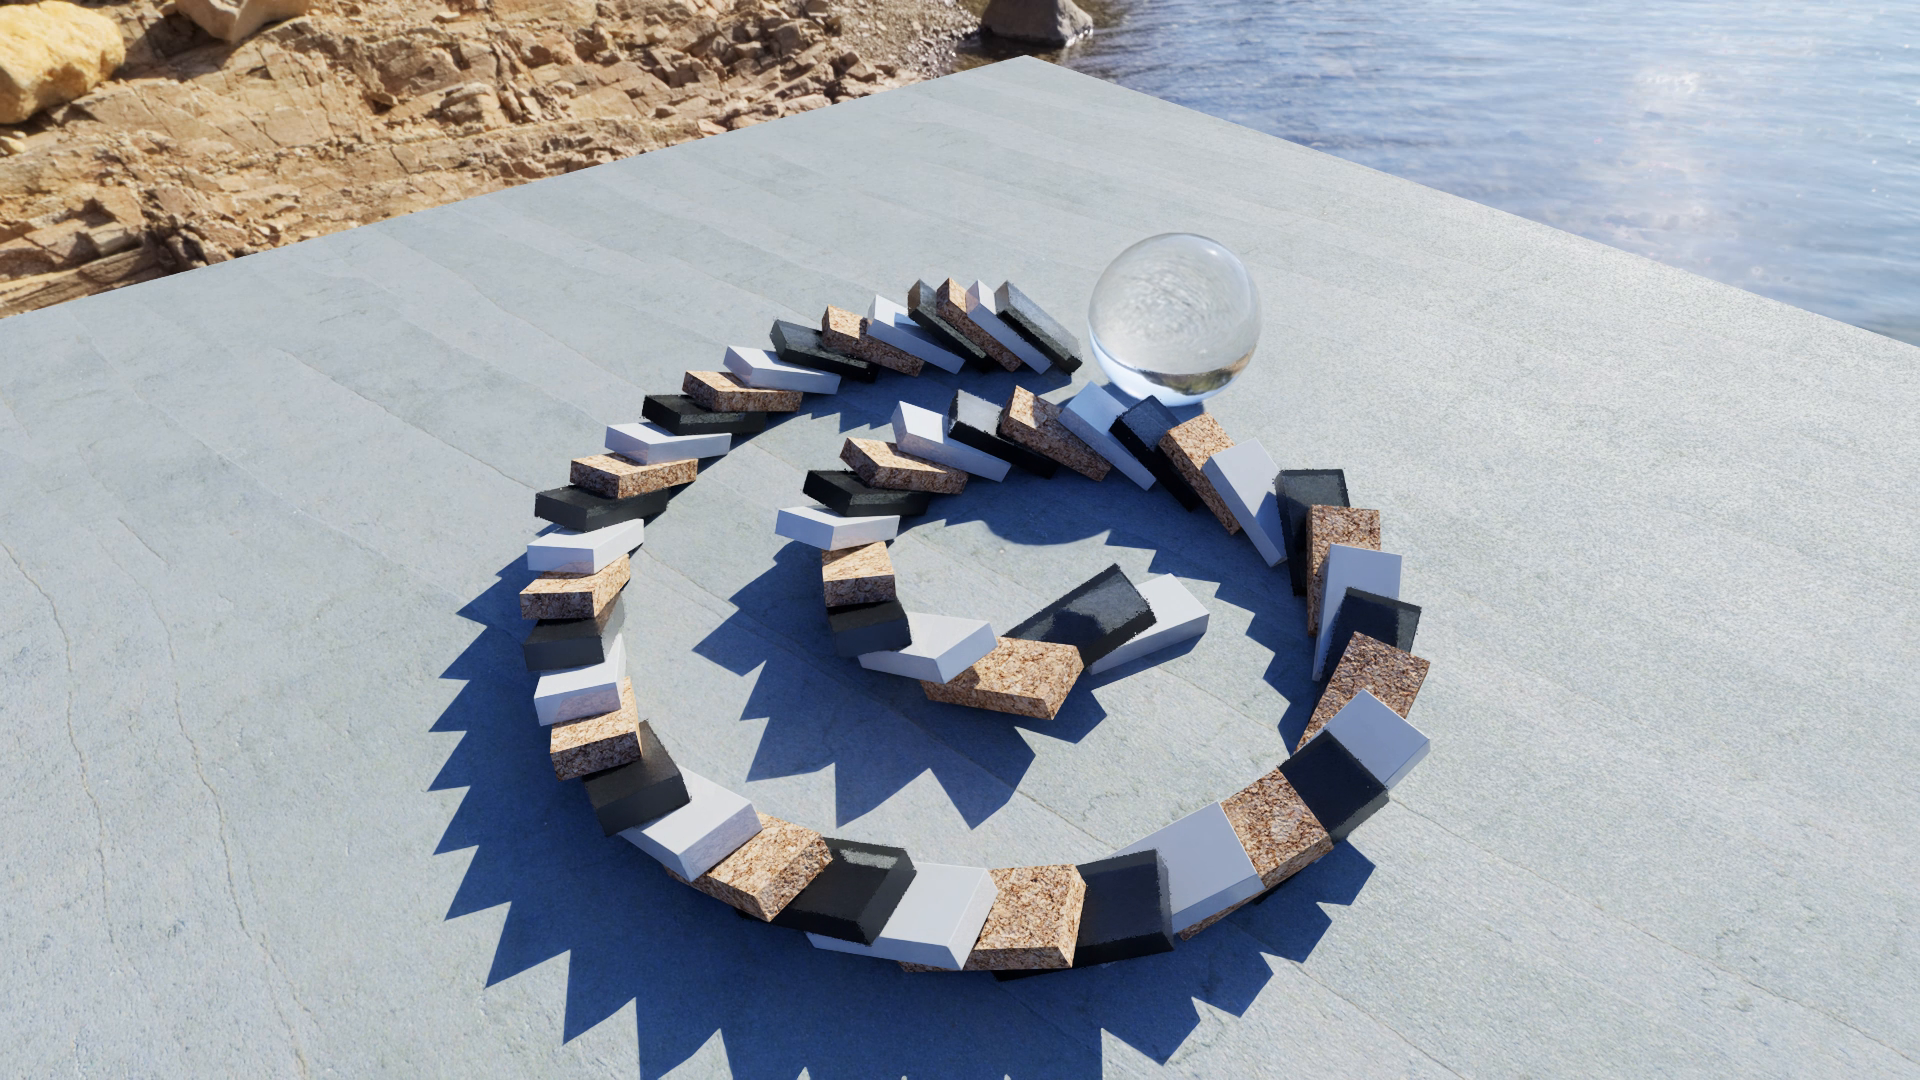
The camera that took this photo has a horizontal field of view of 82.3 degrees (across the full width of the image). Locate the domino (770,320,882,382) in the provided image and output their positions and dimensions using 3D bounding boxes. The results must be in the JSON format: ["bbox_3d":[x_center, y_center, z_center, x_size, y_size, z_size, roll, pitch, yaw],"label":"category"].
[{"bbox_3d":[-0.066,-0.093,0.540,0.050,0.010,0.025,10,32,-31],"label":"domino"}]

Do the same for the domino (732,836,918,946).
[{"bbox_3d":[-0.039,0.097,0.309,0.050,0.010,0.025,-4,32,36],"label":"domino"}]

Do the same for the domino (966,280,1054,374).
[{"bbox_3d":[0.025,-0.106,0.549,0.050,0.009,0.025,34,31,-26],"label":"domino"}]

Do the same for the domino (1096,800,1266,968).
[{"bbox_3d":[0.057,0.097,0.309,0.050,0.010,0.025,-28,41,5],"label":"domino"}]

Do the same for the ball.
[{"bbox_3d":[0.100,-0.102,0.513,0.080,0.080,0.080,0,39,0],"label":"ball"}]

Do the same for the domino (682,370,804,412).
[{"bbox_3d":[-0.101,-0.069,0.512,0.025,0.009,0.050,32,24,33],"label":"domino"}]

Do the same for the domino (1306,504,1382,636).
[{"bbox_3d":[0.144,0.012,0.412,0.025,0.009,0.050,5,66,5],"label":"domino"}]

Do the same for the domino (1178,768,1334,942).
[{"bbox_3d":[0.078,0.090,0.317,0.050,0.009,0.025,-32,44,1],"label":"domino"}]

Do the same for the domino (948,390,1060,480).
[{"bbox_3d":[0.020,-0.046,0.484,0.050,0.009,0.025,21,37,-15],"label":"domino"}]

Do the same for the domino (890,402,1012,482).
[{"bbox_3d":[-0.004,-0.043,0.479,0.050,0.010,0.025,16,33,-24],"label":"domino"}]

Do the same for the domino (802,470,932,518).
[{"bbox_3d":[-0.037,-0.019,0.449,0.025,0.009,0.050,28,19,31],"label":"domino"}]

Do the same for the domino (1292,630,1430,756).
[{"bbox_3d":[0.130,0.057,0.357,0.025,0.010,0.050,24,71,27],"label":"domino"}]

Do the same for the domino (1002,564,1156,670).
[{"bbox_3d":[0.041,0.032,0.389,0.050,0.009,0.025,-32,44,-1],"label":"domino"}]

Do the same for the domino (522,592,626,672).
[{"bbox_3d":[-0.135,0.032,0.389,0.025,0.010,0.050,-6,15,-8],"label":"domino"}]

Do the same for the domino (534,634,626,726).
[{"bbox_3d":[-0.127,0.046,0.371,0.025,0.010,0.050,-11,16,-12],"label":"domino"}]

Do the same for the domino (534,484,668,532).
[{"bbox_3d":[-0.145,-0.015,0.447,0.025,0.010,0.050,16,17,19],"label":"domino"}]

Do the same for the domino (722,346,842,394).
[{"bbox_3d":[-0.085,-0.081,0.527,0.050,0.009,0.025,-1,31,-43],"label":"domino"}]

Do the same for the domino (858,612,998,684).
[{"bbox_3d":[-0.013,0.036,0.380,0.025,0.010,0.050,-31,19,-32],"label":"domino"}]

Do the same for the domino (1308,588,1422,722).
[{"bbox_3d":[0.138,0.043,0.375,0.025,0.009,0.050,16,68,19],"label":"domino"}]

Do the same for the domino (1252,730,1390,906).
[{"bbox_3d":[0.099,0.082,0.327,0.050,0.010,0.025,-37,47,-3],"label":"domino"}]

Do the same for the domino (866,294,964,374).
[{"bbox_3d":[-0.022,-0.103,0.551,0.050,0.010,0.025,22,35,-19],"label":"domino"}]

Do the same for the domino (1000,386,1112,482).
[{"bbox_3d":[0.043,-0.047,0.484,0.050,0.010,0.025,26,39,-9],"label":"domino"}]

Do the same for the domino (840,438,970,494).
[{"bbox_3d":[-0.023,-0.031,0.464,0.050,0.010,0.025,3,29,-44],"label":"domino"}]

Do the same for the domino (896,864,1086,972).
[{"bbox_3d":[0.008,0.104,0.301,0.050,0.009,0.025,-12,33,26],"label":"domino"}]

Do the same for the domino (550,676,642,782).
[{"bbox_3d":[-0.117,0.060,0.355,0.025,0.009,0.050,-14,16,-15],"label":"domino"}]

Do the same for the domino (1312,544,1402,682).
[{"bbox_3d":[0.142,0.028,0.393,0.025,0.010,0.050,10,66,11],"label":"domino"}]

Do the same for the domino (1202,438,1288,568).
[{"bbox_3d":[0.123,-0.016,0.447,0.025,0.010,0.050,-22,69,-24],"label":"domino"}]

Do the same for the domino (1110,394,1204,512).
[{"bbox_3d":[0.091,-0.038,0.473,0.025,0.010,0.050,-34,76,-35],"label":"domino"}]

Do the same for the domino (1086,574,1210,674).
[{"bbox_3d":[0.064,0.030,0.406,0.050,0.010,0.025,-17,42,-20],"label":"domino"}]

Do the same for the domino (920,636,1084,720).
[{"bbox_3d":[0.014,0.045,0.374,0.050,0.010,0.025,3,40,35],"label":"domino"}]

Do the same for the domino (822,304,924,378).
[{"bbox_3d":[-0.044,-0.099,0.549,0.050,0.009,0.025,16,35,-21],"label":"domino"}]

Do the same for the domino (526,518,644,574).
[{"bbox_3d":[-0.144,0.001,0.426,0.025,0.010,0.050,3,14,4],"label":"domino"}]

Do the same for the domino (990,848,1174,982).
[{"bbox_3d":[0.032,0.103,0.301,0.050,0.010,0.025,-18,35,19],"label":"domino"}]

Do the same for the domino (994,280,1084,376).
[{"bbox_3d":[0.039,-0.106,0.548,0.050,0.010,0.025,34,31,-26],"label":"domino"}]

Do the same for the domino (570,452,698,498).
[{"bbox_3d":[-0.136,-0.029,0.463,0.025,0.010,0.050,17,18,20],"label":"domino"}]

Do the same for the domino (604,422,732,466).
[{"bbox_3d":[-0.127,-0.044,0.481,0.025,0.010,0.050,22,20,25],"label":"domino"}]

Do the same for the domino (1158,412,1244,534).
[{"bbox_3d":[0.109,-0.028,0.462,0.025,0.009,0.050,-26,72,-29],"label":"domino"}]

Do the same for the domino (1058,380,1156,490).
[{"bbox_3d":[0.070,-0.046,0.483,0.050,0.010,0.025,39,48,5],"label":"domino"}]

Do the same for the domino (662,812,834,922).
[{"bbox_3d":[-0.063,0.091,0.317,0.050,0.009,0.025,2,32,44],"label":"domino"}]

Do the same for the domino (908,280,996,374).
[{"bbox_3d":[-0.004,-0.106,0.548,0.050,0.010,0.025,33,31,-27],"label":"domino"}]

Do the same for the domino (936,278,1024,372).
[{"bbox_3d":[0.010,-0.108,0.550,0.050,0.010,0.025,34,30,-25],"label":"domino"}]

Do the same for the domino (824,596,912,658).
[{"bbox_3d":[-0.034,0.028,0.392,0.025,0.010,0.050,-11,15,-9],"label":"domino"}]

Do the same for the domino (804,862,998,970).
[{"bbox_3d":[-0.017,0.102,0.303,0.050,0.009,0.025,-6,32,34],"label":"domino"}]

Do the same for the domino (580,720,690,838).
[{"bbox_3d":[-0.102,0.072,0.339,0.025,0.010,0.050,-21,18,-23],"label":"domino"}]

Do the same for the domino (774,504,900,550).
[{"bbox_3d":[-0.047,-0.006,0.431,0.025,0.010,0.050,16,12,23],"label":"domino"}]

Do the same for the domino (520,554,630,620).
[{"bbox_3d":[-0.141,0.017,0.407,0.025,0.009,0.050,-2,15,-2],"label":"domino"}]

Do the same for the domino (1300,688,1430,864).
[{"bbox_3d":[0.117,0.072,0.339,0.050,0.009,0.025,-41,50,-7],"label":"domino"}]

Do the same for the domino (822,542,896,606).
[{"bbox_3d":[-0.039,0.012,0.412,0.025,0.010,0.050,-6,14,-7],"label":"domino"}]

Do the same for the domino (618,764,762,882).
[{"bbox_3d":[-0.083,0.083,0.326,0.025,0.010,0.050,-33,24,-33],"label":"domino"}]

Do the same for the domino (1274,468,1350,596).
[{"bbox_3d":[0.140,-0.003,0.430,0.025,0.010,0.050,-1,66,-4],"label":"domino"}]

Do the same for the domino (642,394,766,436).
[{"bbox_3d":[-0.115,-0.057,0.498,0.025,0.009,0.050,28,23,30],"label":"domino"}]
